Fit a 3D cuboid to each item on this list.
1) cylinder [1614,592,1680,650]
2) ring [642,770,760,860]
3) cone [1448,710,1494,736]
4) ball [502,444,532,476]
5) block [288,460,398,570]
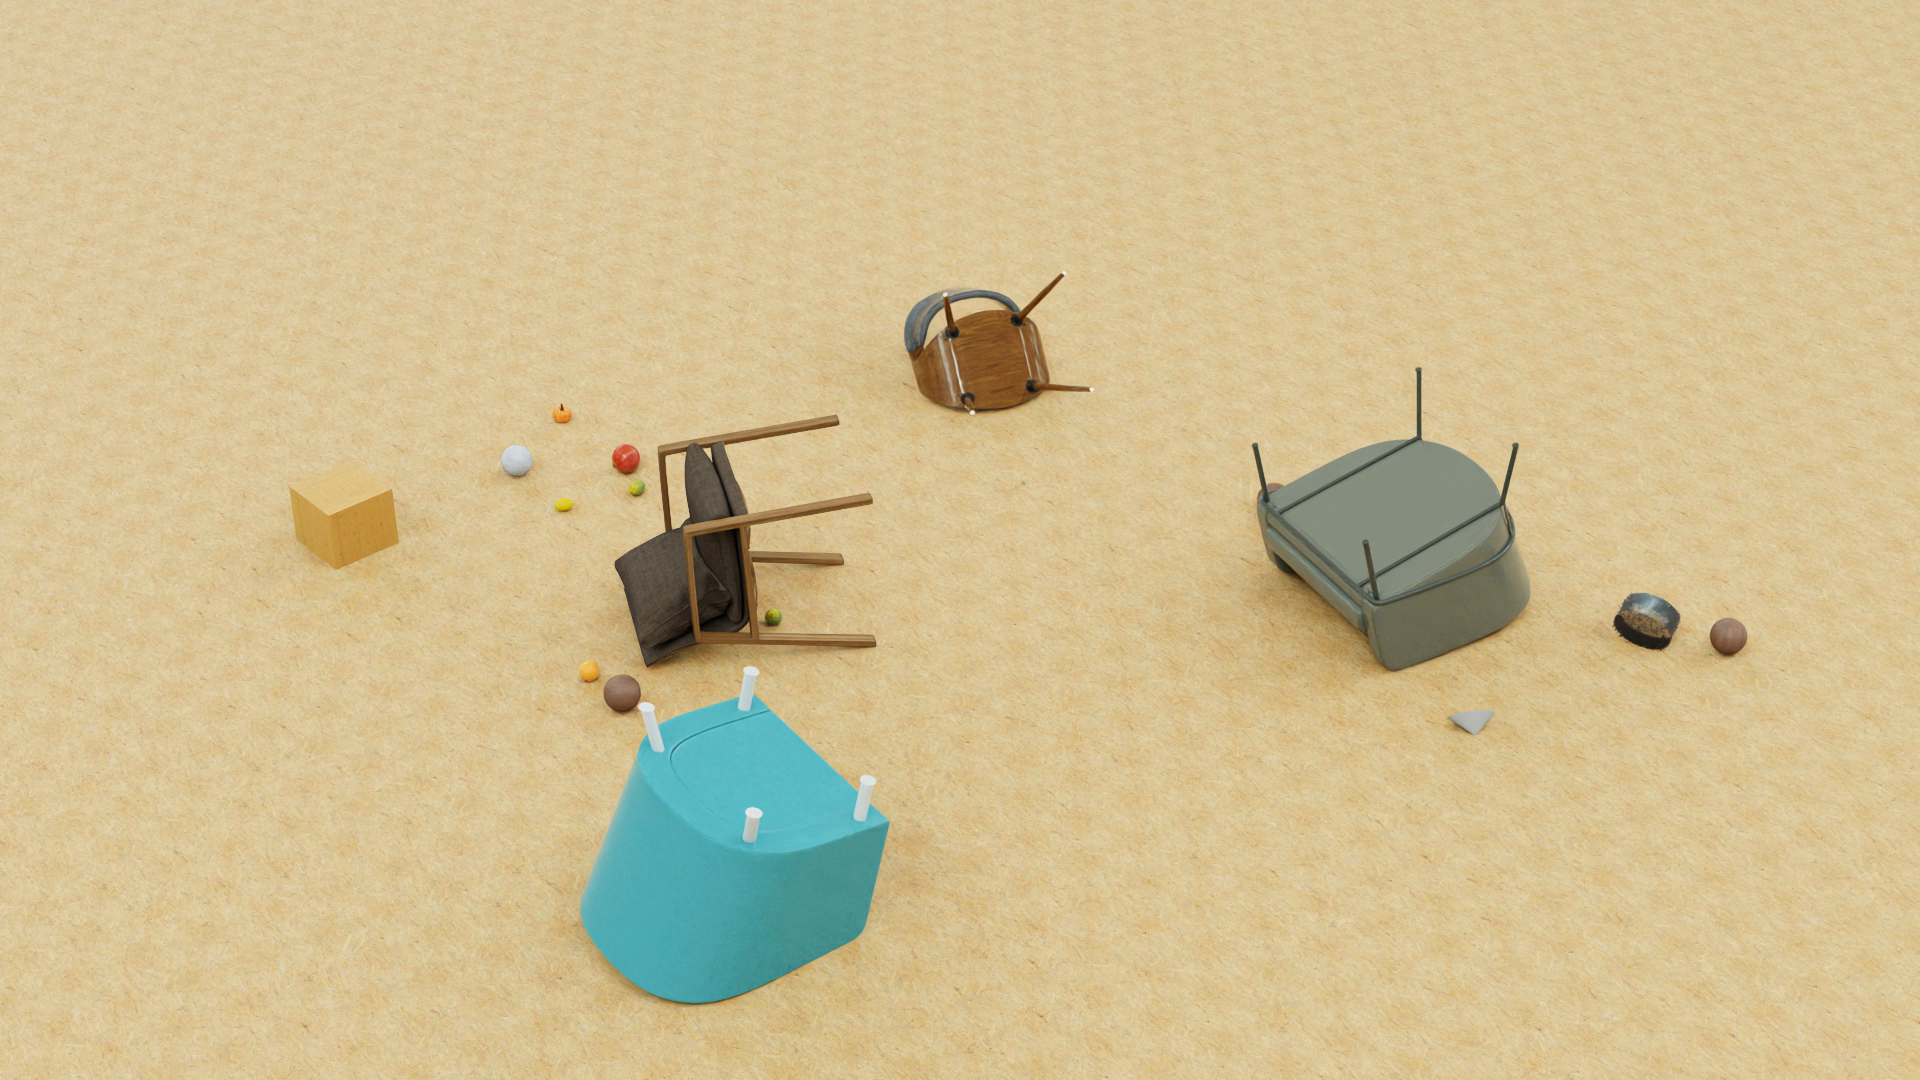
[{"bbox_3d":[2.434,0.286,10.383,0.210,0.137,0.132,25,39,15],"label":"cylinder"},{"bbox_3d":[-0.842,0.893,9.526,0.384,0.072,0.446,2,33,2],"label":"ring"},{"bbox_3d":[1.742,0.630,9.948,0.168,0.114,0.074,-3,71,-13],"label":"cone"},{"bbox_3d":[-1.708,-0.307,11.300,0.121,0.121,0.121,0,33,0],"label":"ball"},{"bbox_3d":[-2.284,-0.095,10.872,0.271,0.238,0.273,-26,42,-34],"label":"block"}]
